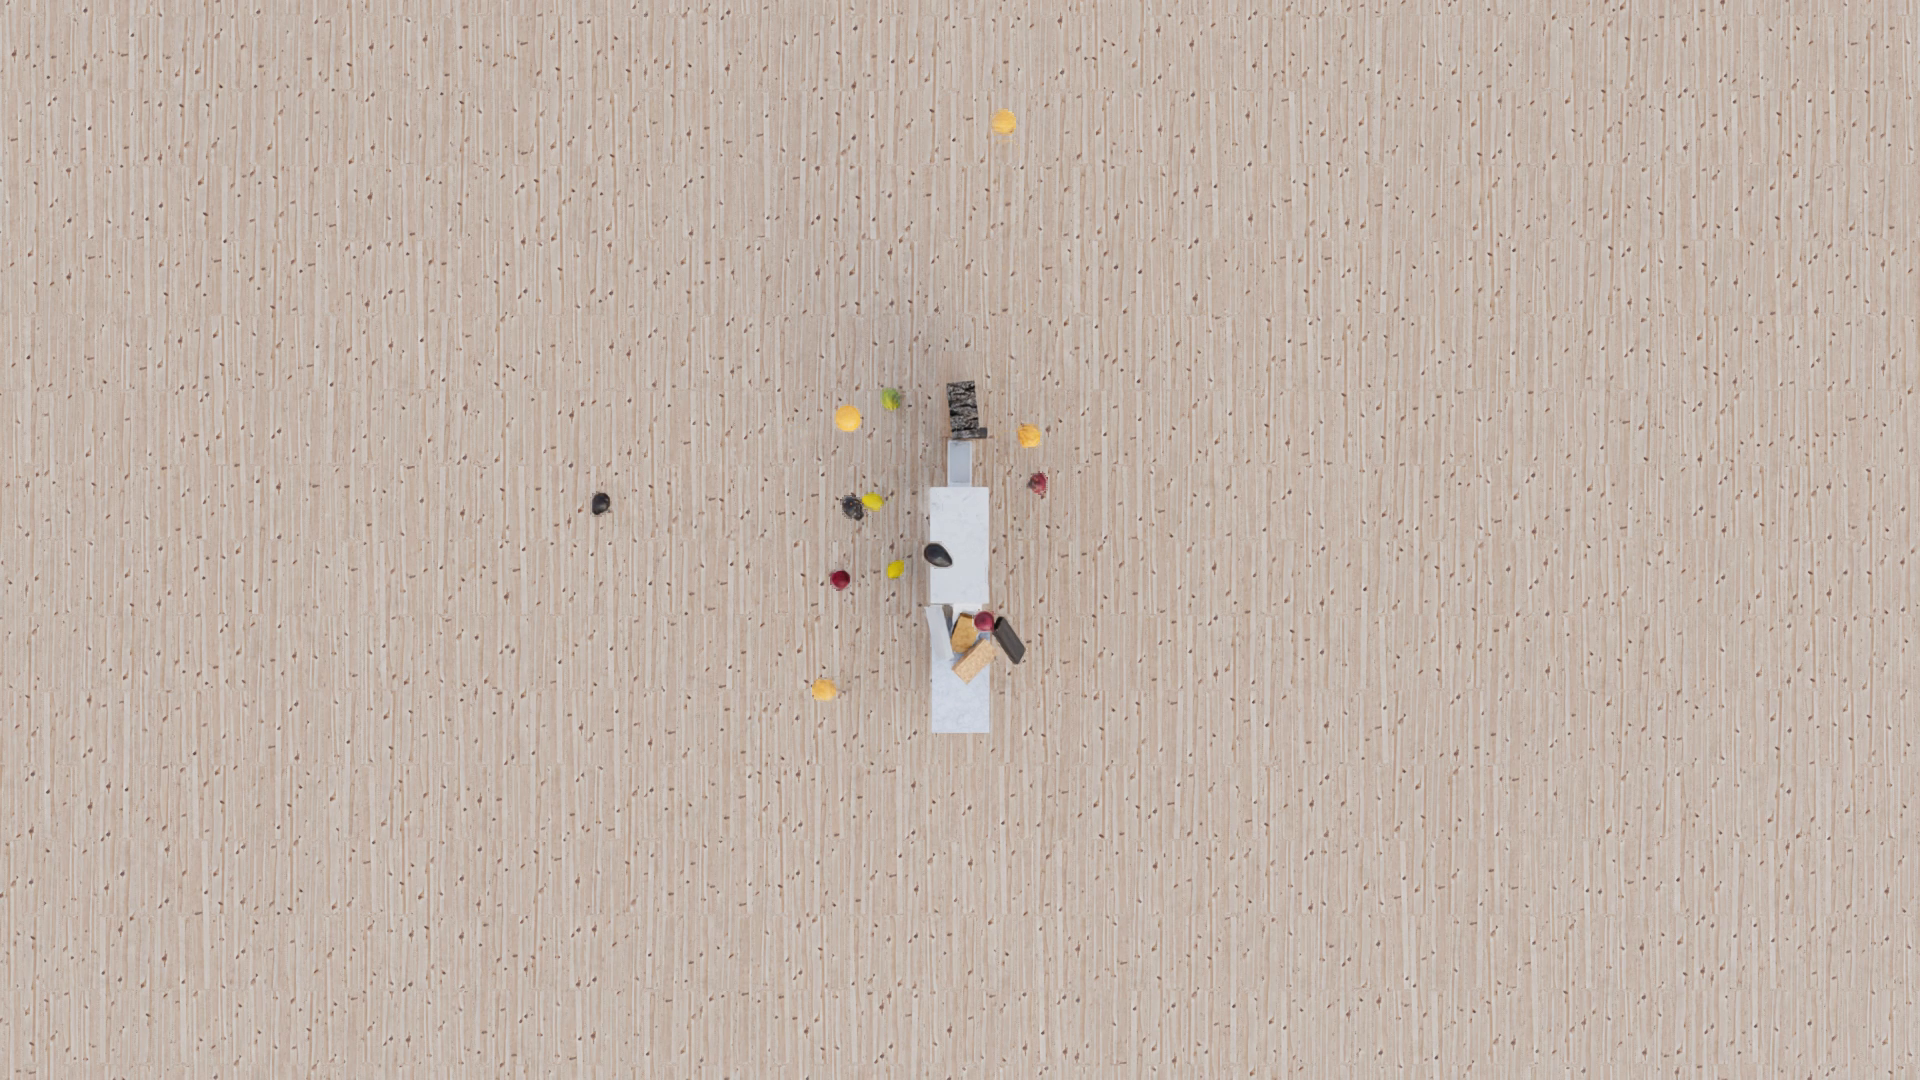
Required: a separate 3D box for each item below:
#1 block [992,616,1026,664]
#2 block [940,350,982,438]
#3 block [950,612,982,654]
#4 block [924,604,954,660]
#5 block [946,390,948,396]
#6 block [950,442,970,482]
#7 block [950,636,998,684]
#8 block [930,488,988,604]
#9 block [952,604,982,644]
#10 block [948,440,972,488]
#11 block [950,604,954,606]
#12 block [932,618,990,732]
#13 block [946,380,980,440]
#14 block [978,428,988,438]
[{"bbox_3d":[0.151,0.312,5.120,0.020,0.070,0.140,-18,117,33],"label":"block"},{"bbox_3d":[0.002,-0.460,5.211,0.135,0.038,0.270,0,90,0],"label":"block"},{"bbox_3d":[0.014,0.287,5.042,0.070,0.020,0.140,16,126,-7],"label":"block"},{"bbox_3d":[-0.064,0.282,5.051,0.024,0.085,0.169,-13,90,-23],"label":"block"},{"bbox_3d":[0.003,-0.454,5.106,0.086,0.171,0.024,0,90,0],"label":"block"},{"bbox_3d":[-0.002,-0.243,5.188,0.063,0.018,0.125,1,90,0],"label":"block"},{"bbox_3d":[0.046,0.371,5.070,0.140,0.020,0.070,-45,119,0],"label":"block"},{"bbox_3d":[-0.001,0.016,4.840,0.170,0.048,0.340,0,91,0],"label":"block"},{"bbox_3d":[0.020,0.240,5.035,0.085,0.024,0.169,5,127,0],"label":"block"},{"bbox_3d":[0.000,-0.242,5.333,0.078,0.022,0.156,0,90,0],"label":"block"},{"bbox_3d":[-0.002,0.198,5.434,0.066,0.131,0.019,1,77,0],"label":"block"},{"bbox_3d":[0.002,0.418,5.120,0.177,0.050,0.355,0,90,0],"label":"block"},{"bbox_3d":[0.010,-0.395,5.009,0.085,0.024,0.171,-6,90,0],"label":"block"},{"bbox_3d":[0.041,-0.331,5.106,0.085,0.171,0.024,1,90,0],"label":"block"}]
